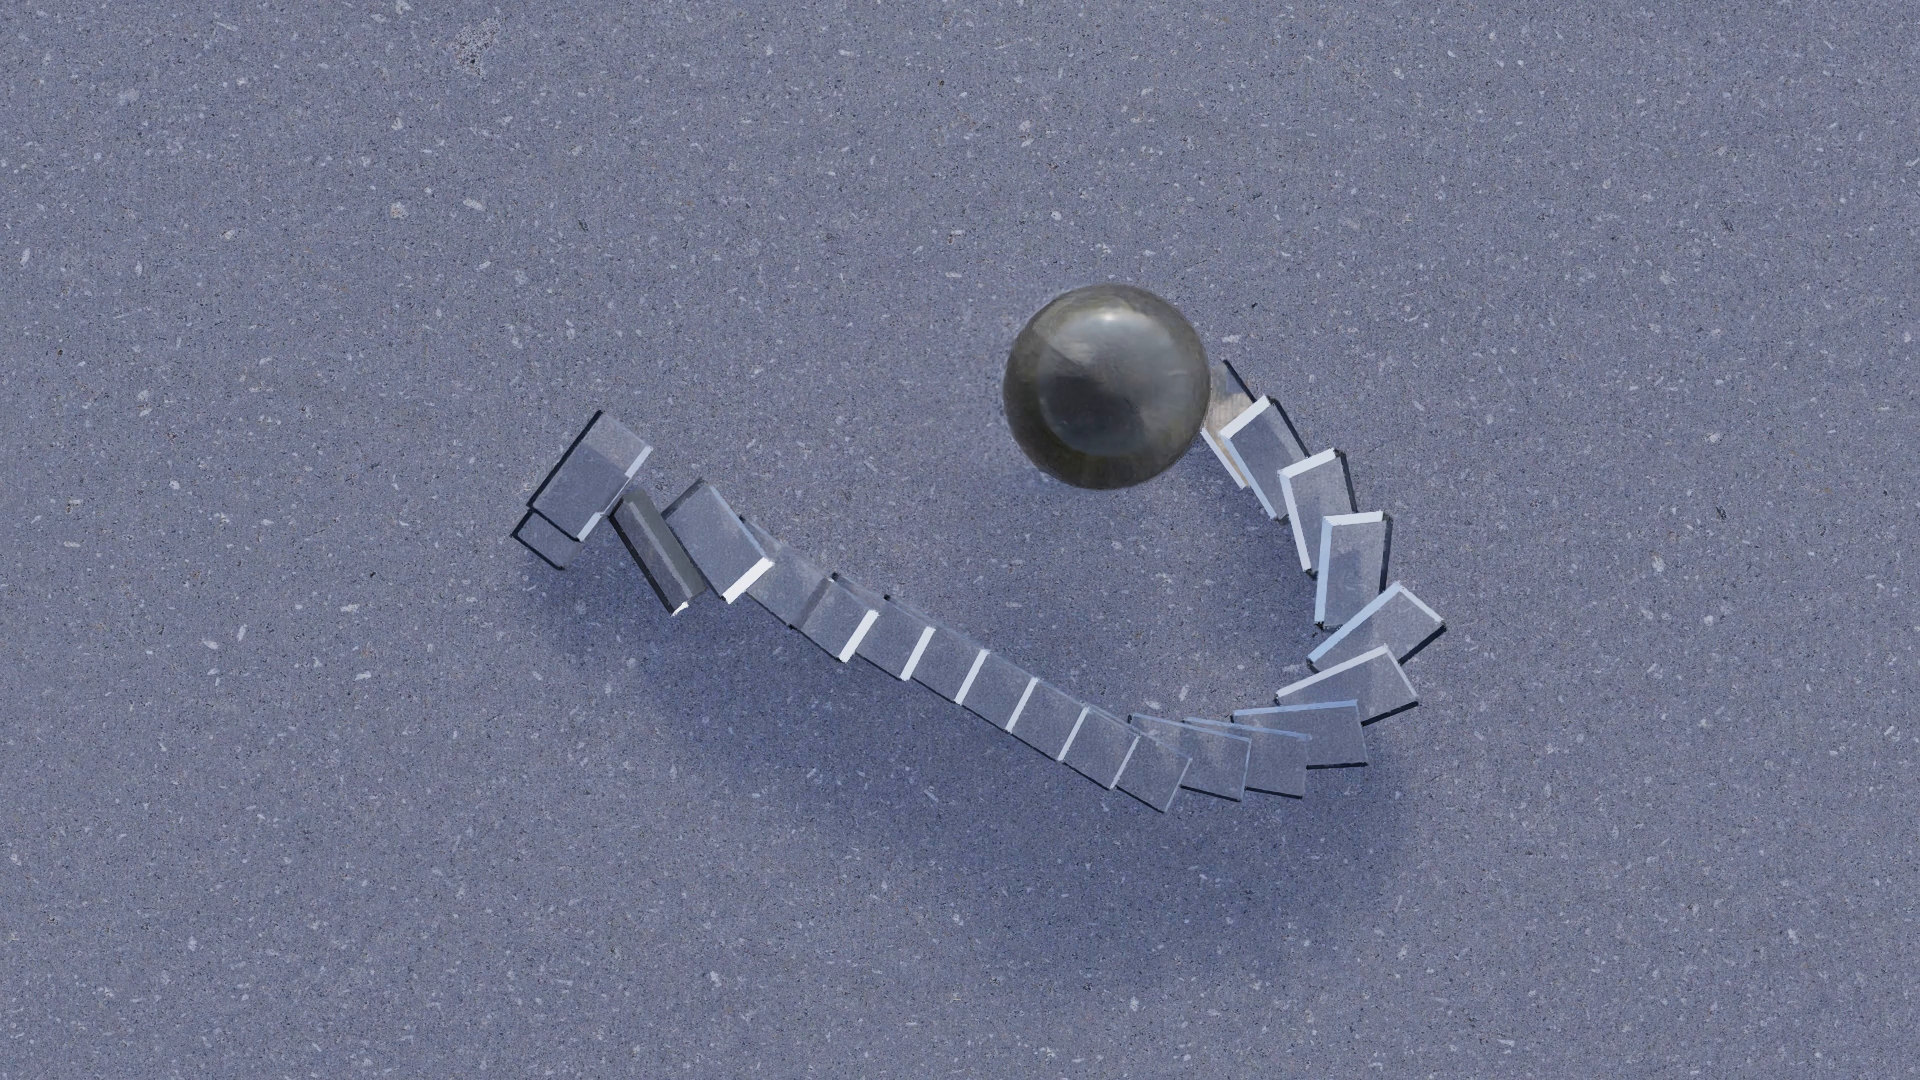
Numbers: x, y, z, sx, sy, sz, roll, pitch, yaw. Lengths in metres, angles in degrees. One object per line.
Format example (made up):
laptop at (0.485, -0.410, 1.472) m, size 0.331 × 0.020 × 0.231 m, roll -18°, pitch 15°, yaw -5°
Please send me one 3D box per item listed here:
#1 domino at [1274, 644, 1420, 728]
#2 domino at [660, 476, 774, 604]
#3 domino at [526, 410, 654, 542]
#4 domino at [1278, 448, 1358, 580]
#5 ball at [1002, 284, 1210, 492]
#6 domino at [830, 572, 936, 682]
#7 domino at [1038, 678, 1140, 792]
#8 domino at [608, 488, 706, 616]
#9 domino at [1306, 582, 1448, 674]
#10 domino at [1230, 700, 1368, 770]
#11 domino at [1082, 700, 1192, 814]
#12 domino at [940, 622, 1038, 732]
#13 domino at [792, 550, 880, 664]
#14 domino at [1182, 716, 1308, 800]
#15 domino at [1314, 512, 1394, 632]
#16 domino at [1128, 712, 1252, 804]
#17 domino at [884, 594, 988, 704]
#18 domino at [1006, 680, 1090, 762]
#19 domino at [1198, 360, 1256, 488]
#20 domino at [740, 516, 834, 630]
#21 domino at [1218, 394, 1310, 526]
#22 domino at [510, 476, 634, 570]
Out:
domino at (0.161, 0.066, 0.384) m, size 0.050 × 0.009 × 0.025 m, roll -32°, pitch 90°, yaw 28°
domino at (-0.103, 0.000, 0.386) m, size 0.025 × 0.009 × 0.050 m, roll -42°, pitch 67°, yaw 0°
domino at (-0.156, -0.027, 0.386) m, size 0.025 × 0.010 × 0.050 m, roll 37°, pitch 90°, yaw 0°
domino at (0.153, -0.011, 0.386) m, size 0.025 × 0.010 × 0.050 m, roll -23°, pitch 113°, yaw 0°
ball at (0.057, -0.059, 0.360) m, size 0.080 × 0.080 × 0.080 m, roll 0°, pitch 90°, yaw 0°
domino at (-0.038, 0.036, 0.386) m, size 0.050 × 0.010 × 0.025 m, roll 28°, pitch 90°, yaw 24°
domino at (0.047, 0.081, 0.385) m, size 0.050 × 0.009 × 0.025 m, roll 27°, pitch 91°, yaw 24°
domino at (-0.128, 0.005, 0.387) m, size 0.010 × 0.025 × 0.050 m, roll -33°, pitch 90°, yaw -40°
domino at (0.173, 0.043, 0.384) m, size 0.025 × 0.010 × 0.050 m, roll 39°, pitch 118°, yaw -1°
domino at (0.142, 0.083, 0.385) m, size 0.050 × 0.009 × 0.025 m, roll -11°, pitch 90°, yaw 26°
domino at (0.069, 0.091, 0.385) m, size 0.050 × 0.009 × 0.025 m, roll 26°, pitch 91°, yaw 25°
domino at (0.005, 0.057, 0.386) m, size 0.050 × 0.010 × 0.025 m, roll 28°, pitch 90°, yaw 24°
domino at (-0.061, 0.027, 0.386) m, size 0.050 × 0.010 × 0.025 m, roll 33°, pitch 90°, yaw 24°
domino at (0.118, 0.091, 0.385) m, size 0.050 × 0.010 × 0.025 m, roll 4°, pitch 91°, yaw 26°
domino at (0.165, 0.014, 0.386) m, size 0.025 × 0.010 × 0.050 m, roll -5°, pitch 114°, yaw 0°
domino at (0.094, 0.091, 0.385) m, size 0.050 × 0.009 × 0.025 m, roll 9°, pitch 90°, yaw 26°
domino at (-0.016, 0.046, 0.386) m, size 0.050 × 0.009 × 0.025 m, roll 28°, pitch 90°, yaw 24°
domino at (0.026, 0.069, 0.385) m, size 0.050 × 0.010 × 0.025 m, roll 27°, pitch 90°, yaw 24°
domino at (0.118, -0.050, 0.395) m, size 0.025 × 0.009 × 0.050 m, roll -36°, pitch 90°, yaw 0°
domino at (-0.080, 0.014, 0.386) m, size 0.050 × 0.009 × 0.025 m, roll 33°, pitch 90°, yaw 24°
domino at (0.132, -0.033, 0.384) m, size 0.025 × 0.009 × 0.050 m, roll -39°, pitch 114°, yaw 1°
domino at (-0.167, -0.015, 0.395) m, size 0.025 × 0.010 × 0.050 m, roll 37°, pitch 90°, yaw 0°
